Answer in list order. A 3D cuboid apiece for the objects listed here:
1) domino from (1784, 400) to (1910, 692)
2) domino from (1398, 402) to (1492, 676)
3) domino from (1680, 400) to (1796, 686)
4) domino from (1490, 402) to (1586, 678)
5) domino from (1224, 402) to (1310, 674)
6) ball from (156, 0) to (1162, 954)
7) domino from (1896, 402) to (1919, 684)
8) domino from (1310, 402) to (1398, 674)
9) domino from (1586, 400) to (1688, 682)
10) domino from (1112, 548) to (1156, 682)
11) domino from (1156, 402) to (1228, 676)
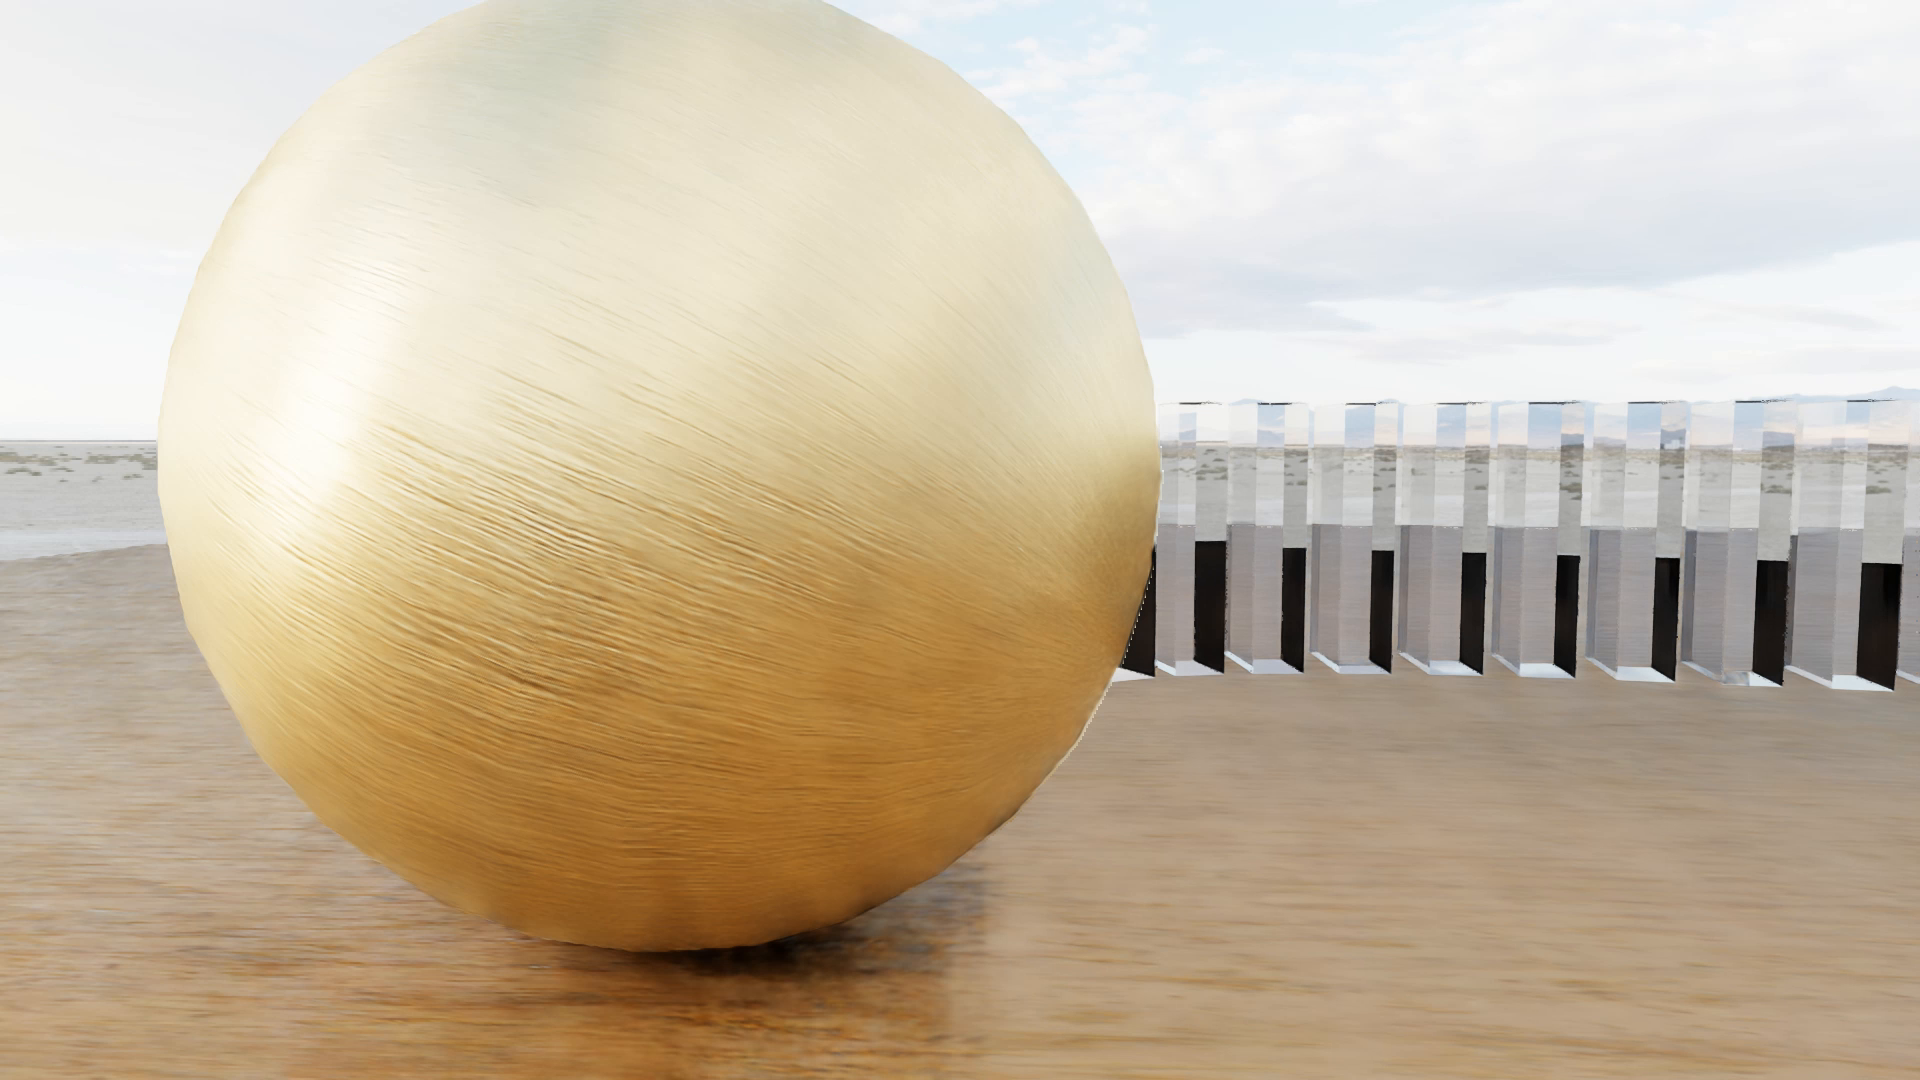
[{"bbox_3d":[0.159,0.000,0.232,0.010,0.050,0.025,1,4,13],"label":"domino"},{"bbox_3d":[0.093,-0.001,0.247,0.010,0.050,0.025,0,4,6],"label":"domino"},{"bbox_3d":[0.143,0.000,0.236,0.010,0.050,0.025,1,4,14],"label":"domino"},{"bbox_3d":[0.110,-0.001,0.244,0.010,0.050,0.025,1,4,11],"label":"domino"},{"bbox_3d":[0.059,-0.001,0.248,0.010,0.050,0.025,0,4,-2],"label":"domino"},{"bbox_3d":[-0.023,-0.006,0.112,0.080,0.080,0.080,0,4,0],"label":"ball"},{"bbox_3d":[0.176,0.000,0.228,0.010,0.050,0.025,1,4,16],"label":"domino"},{"bbox_3d":[0.076,-0.001,0.248,0.010,0.050,0.025,0,4,3],"label":"domino"},{"bbox_3d":[0.126,0.000,0.240,0.010,0.050,0.025,1,4,14],"label":"domino"},{"bbox_3d":[0.026,-0.001,0.241,0.009,0.050,0.025,-2,5,-27],"label":"domino"},{"bbox_3d":[0.042,-0.001,0.247,0.010,0.050,0.025,-1,4,-12],"label":"domino"}]
